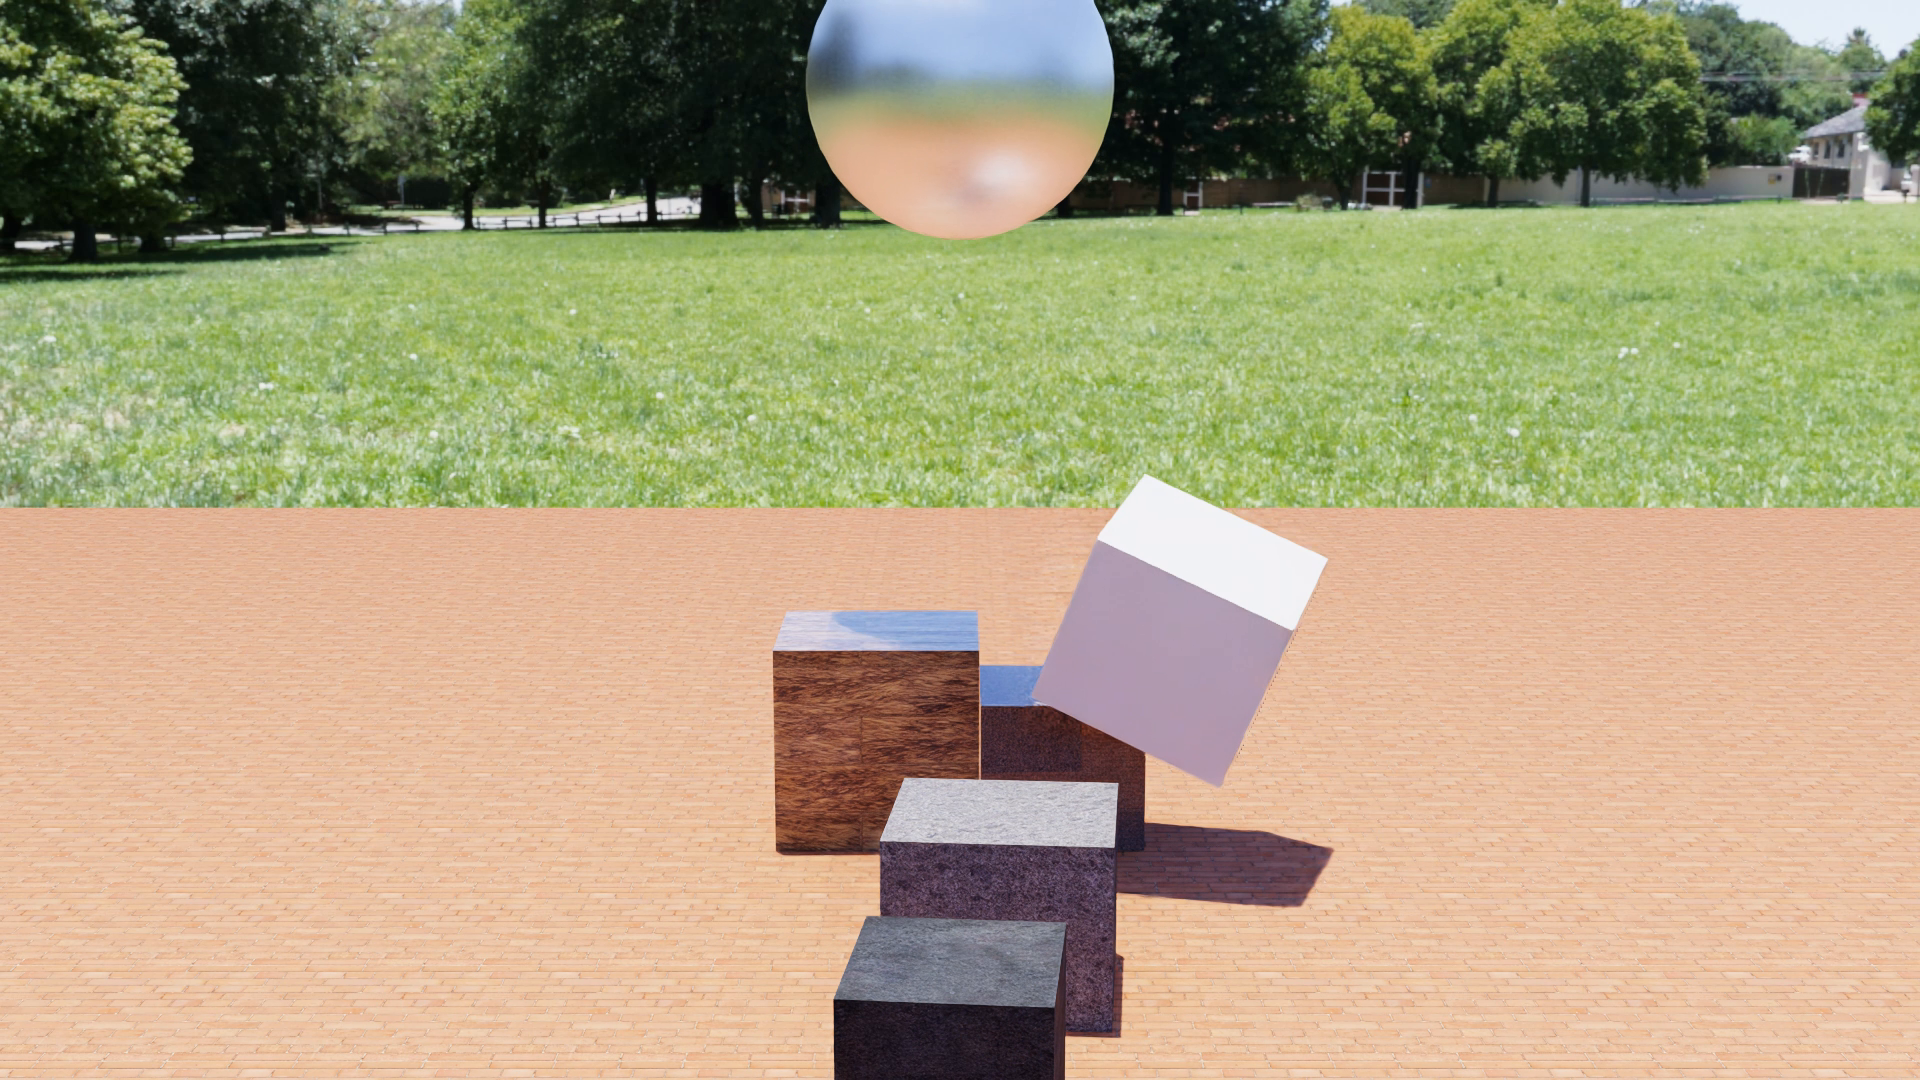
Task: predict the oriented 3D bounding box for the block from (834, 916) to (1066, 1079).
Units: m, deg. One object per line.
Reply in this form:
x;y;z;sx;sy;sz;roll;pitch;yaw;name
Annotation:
-0.016;1.800;7.600;0.723;0.740;0.789;1;10;5;block

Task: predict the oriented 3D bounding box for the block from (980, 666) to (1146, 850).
0.513;1.112;11.367;0.819;0.745;0.854;0;10;0;block

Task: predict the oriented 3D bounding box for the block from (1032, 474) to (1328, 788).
1.078;0.423;10.719;0.998;0.910;0.934;25;27;9;block

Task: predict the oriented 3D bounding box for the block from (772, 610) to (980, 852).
-0.414;0.968;11.366;1.016;1.030;0.926;0;10;0;block

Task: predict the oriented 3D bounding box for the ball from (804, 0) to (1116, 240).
0.000;-2.361;11.377;1.600;1.600;1.600;0;10;0;ball

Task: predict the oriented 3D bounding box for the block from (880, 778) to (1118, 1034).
0.182;1.499;9.164;0.927;0.771;0.882;1;10;5;block
